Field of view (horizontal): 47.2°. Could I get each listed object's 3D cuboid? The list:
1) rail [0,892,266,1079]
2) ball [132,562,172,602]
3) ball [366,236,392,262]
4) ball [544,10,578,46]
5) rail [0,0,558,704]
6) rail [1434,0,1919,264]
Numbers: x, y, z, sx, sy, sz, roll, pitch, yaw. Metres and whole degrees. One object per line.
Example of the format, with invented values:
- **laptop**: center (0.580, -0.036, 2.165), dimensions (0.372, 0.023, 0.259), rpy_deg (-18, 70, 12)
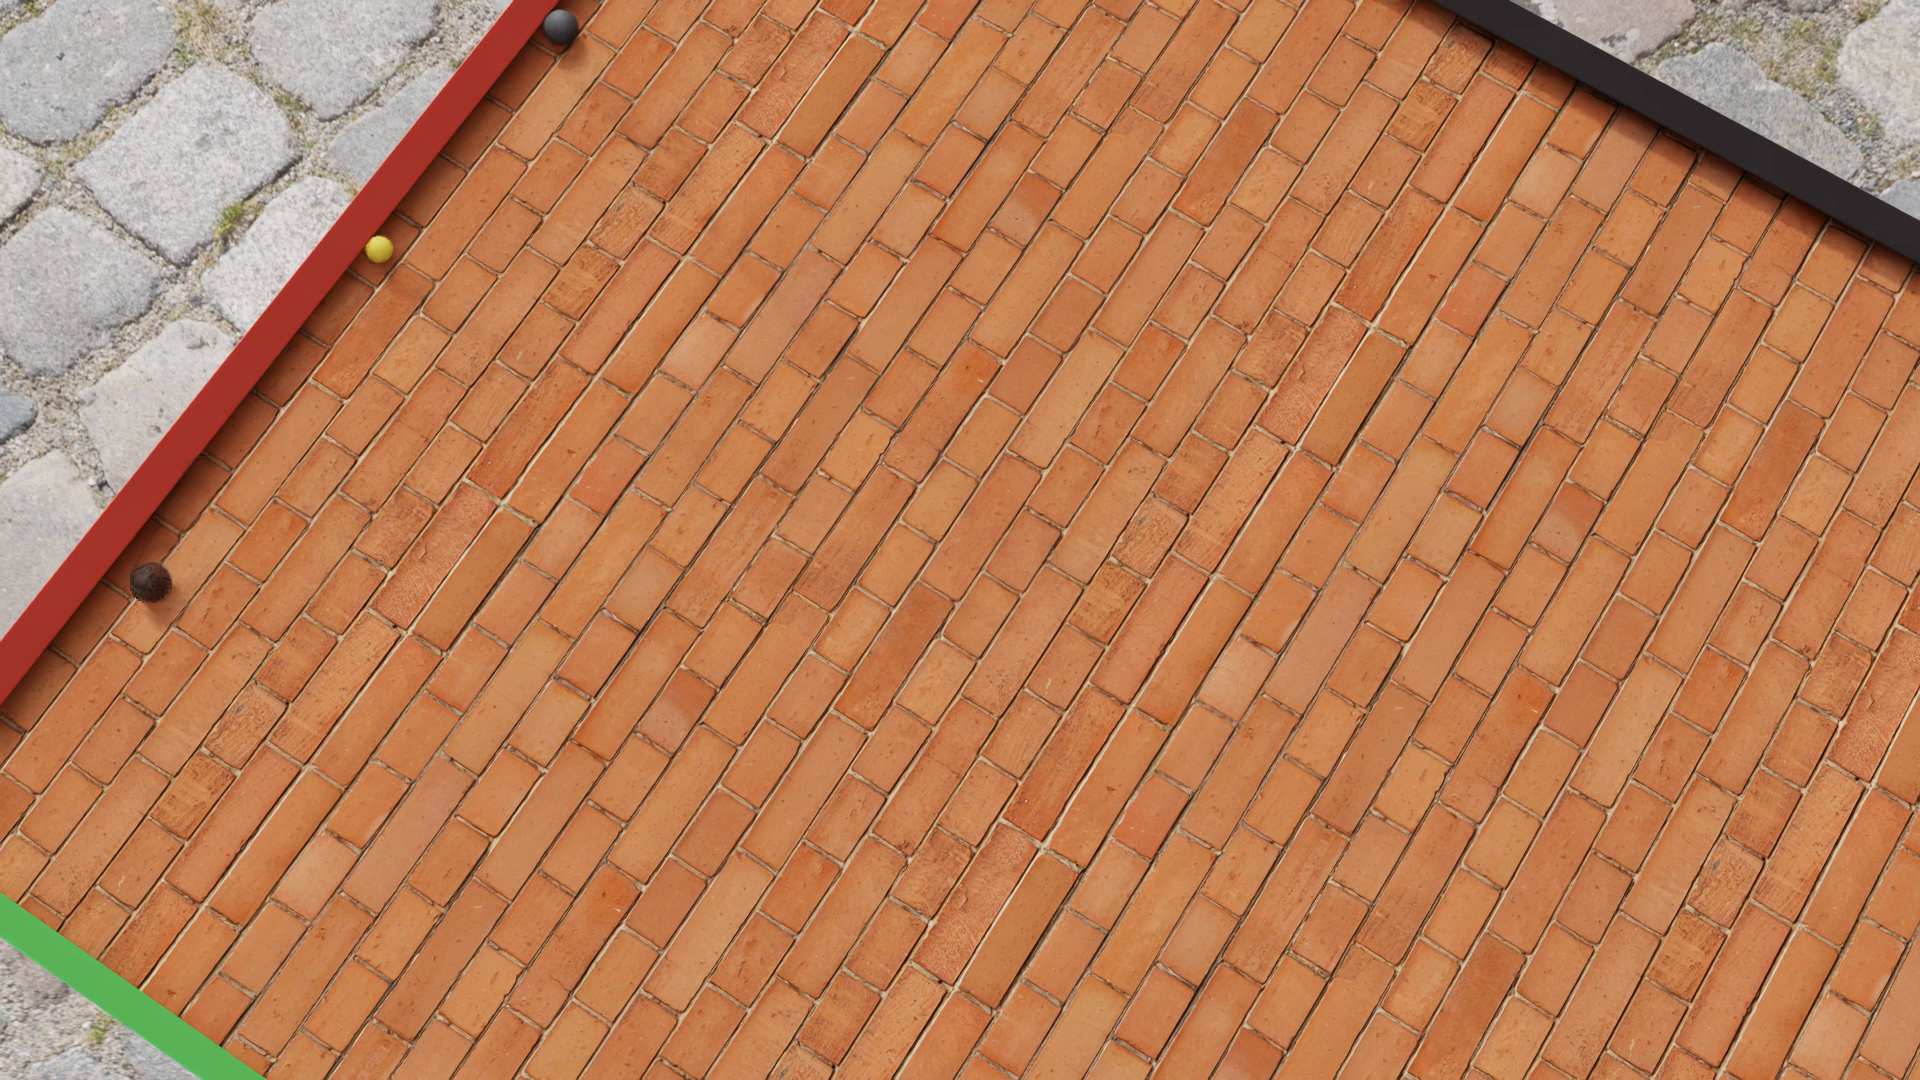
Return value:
- **rail**: center (0.271, 1.568, 2.890), dimensions (4.478, 0.077, 0.045), rpy_deg (31, 75, 9)
- **ball**: center (-1.242, 0.065, 3.379), dimensions (0.059, 0.059, 0.059), rpy_deg (0, 72, 0)
- **ball**: center (-0.940, -0.470, 3.557), dimensions (0.043, 0.043, 0.043), rpy_deg (0, 72, 0)
- **ball**: center (-0.666, -0.856, 3.672), dimensions (0.058, 0.058, 0.058), rpy_deg (0, 72, 0)
- **rail**: center (-0.922, -0.568, 3.570), dimensions (0.045, 0.077, 2.532), rpy_deg (31, 75, 9)
- **rail**: center (1.613, -0.425, 3.525), dimensions (4.478, 0.077, 0.045), rpy_deg (31, 75, 9)
